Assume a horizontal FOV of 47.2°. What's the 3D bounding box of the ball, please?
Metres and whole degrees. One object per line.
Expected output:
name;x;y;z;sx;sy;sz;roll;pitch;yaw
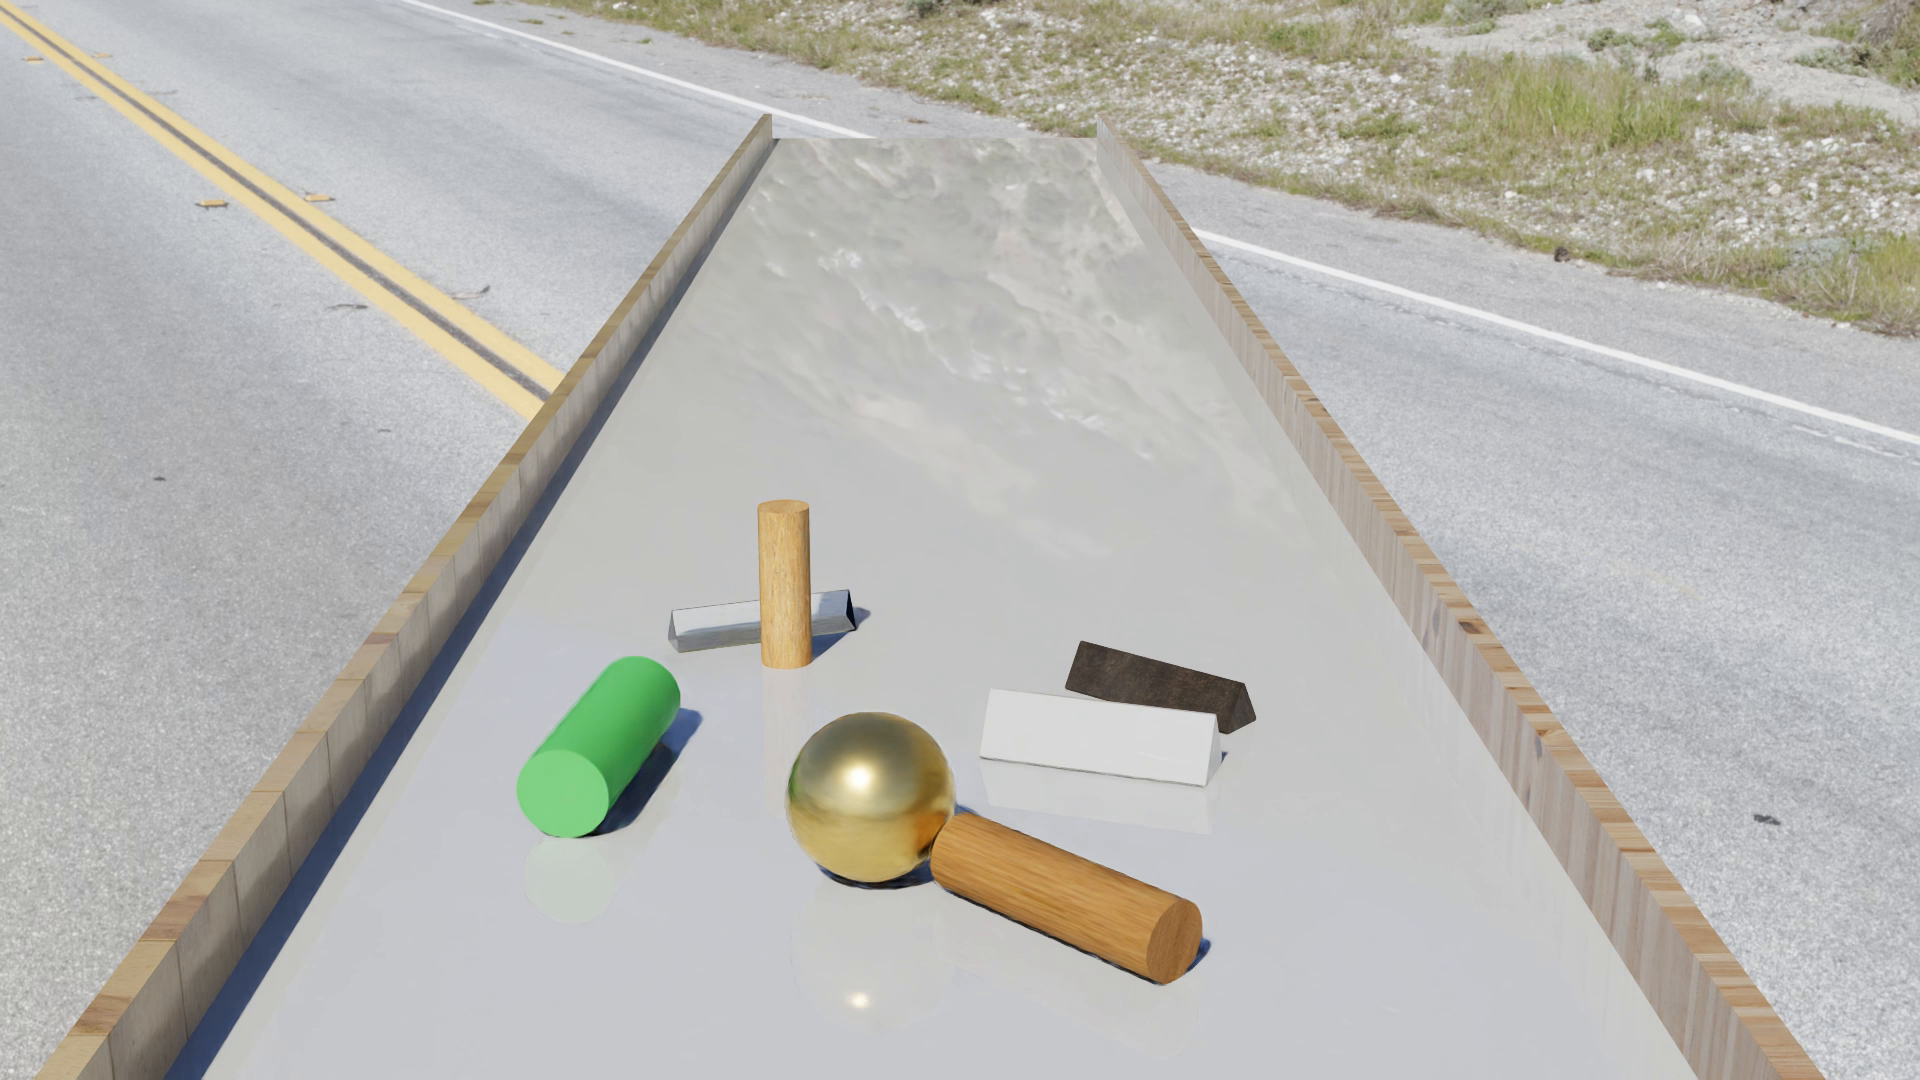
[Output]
ball;-0.138;0.399;3.423;0.265;0.265;0.265;0;17;0

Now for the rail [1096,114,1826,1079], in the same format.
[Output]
rail;0.932;-0.844;7.801;0.050;0.150;12.000;0;17;-1

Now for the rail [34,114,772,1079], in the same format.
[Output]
rail;-1.118;-0.838;7.780;0.050;0.150;12.000;0;17;-1

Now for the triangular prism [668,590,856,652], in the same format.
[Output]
triangular prism;-0.409;0.160;4.548;0.380;0.077;0.088;-6;18;-21

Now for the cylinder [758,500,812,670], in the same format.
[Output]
cylinder;-0.347;0.088;4.366;0.102;0.322;0.102;0;17;0

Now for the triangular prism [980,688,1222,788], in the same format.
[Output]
triangular prism;0.249;0.336;3.892;0.411;0.111;0.128;6;18;18

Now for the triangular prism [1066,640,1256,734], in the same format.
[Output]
triangular prism;0.378;0.270;4.163;0.373;0.085;0.098;13;21;38

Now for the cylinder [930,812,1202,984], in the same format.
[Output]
cylinder;0.151;0.523;3.251;0.123;0.123;0.433;-16;23;-42

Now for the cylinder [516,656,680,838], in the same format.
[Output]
cylinder;-0.614;0.348;3.784;0.154;0.154;0.454;2;17;7
